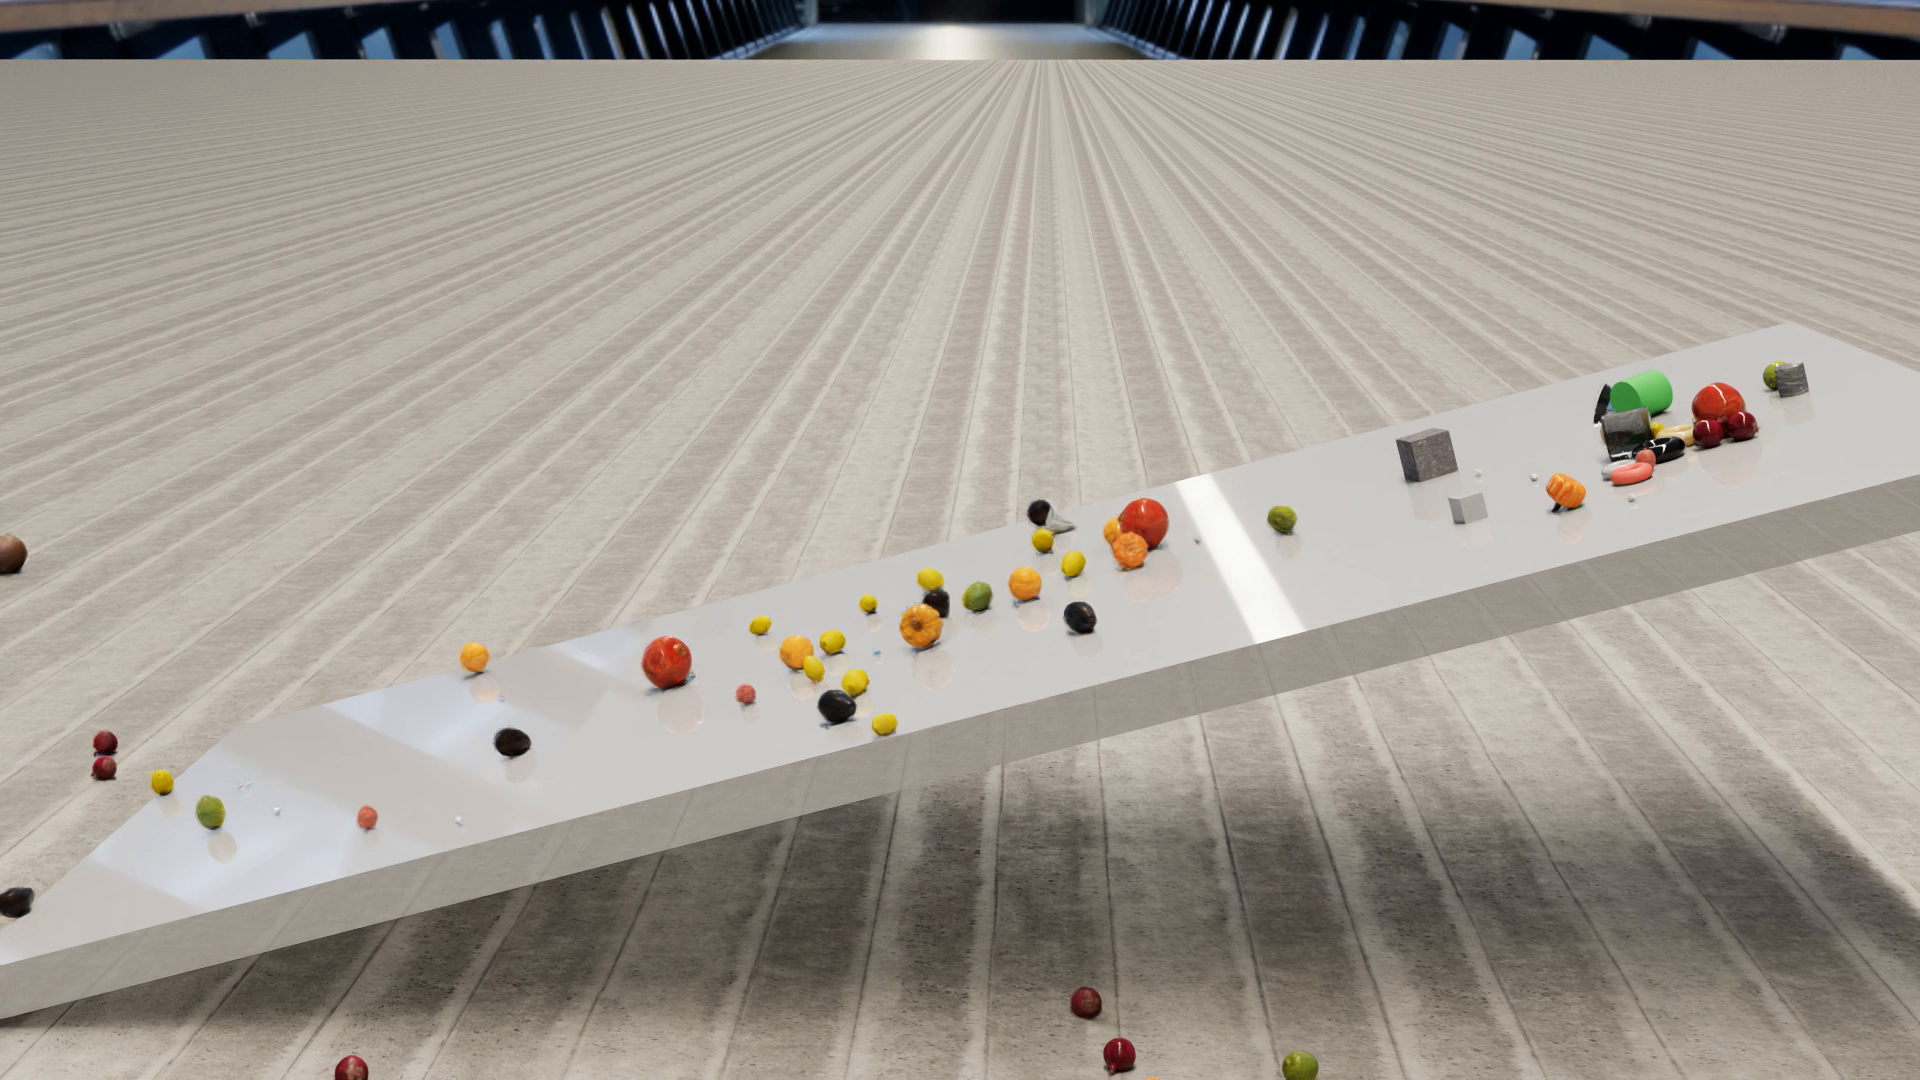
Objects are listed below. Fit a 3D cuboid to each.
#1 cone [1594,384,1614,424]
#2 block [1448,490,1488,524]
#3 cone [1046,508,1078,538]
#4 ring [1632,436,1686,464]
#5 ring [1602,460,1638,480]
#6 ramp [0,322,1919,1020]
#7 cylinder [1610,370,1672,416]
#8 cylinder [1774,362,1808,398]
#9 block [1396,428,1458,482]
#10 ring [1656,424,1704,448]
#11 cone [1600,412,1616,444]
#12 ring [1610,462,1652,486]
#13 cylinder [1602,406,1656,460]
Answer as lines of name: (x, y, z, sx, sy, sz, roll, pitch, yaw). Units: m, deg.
cone: (1.459, -0.287, 6.491, 0.095, 0.095, 0.095, 17, 15, 20)
block: (1.013, -0.066, 5.866, 0.052, 0.052, 0.052, -18, 9, -14)
cone: (0.248, -0.036, 6.993, 0.075, 0.075, 0.075, 10, 8, -10)
ring: (1.413, -0.181, 5.951, 0.109, 0.036, 0.109, -16, 10, 3)
ring: (1.322, -0.141, 5.892, 0.077, 0.026, 0.077, -16, 9, 3)
ramp: (0.079, 0.191, 6.330, 4.000, 0.100, 2.000, -15, 9, 4)
cylinder: (1.491, -0.314, 6.435, 0.095, 0.095, 0.095, -20, 19, -28)
cylinder: (1.767, -0.341, 6.250, 0.061, 0.061, 0.061, -15, 9, 2)
block: (1.024, -0.187, 6.447, 0.091, 0.091, 0.091, -17, 9, -10)
ring: (1.478, -0.212, 6.039, 0.101, 0.034, 0.101, -11, 11, 2)
cone: (1.415, -0.232, 6.262, 0.072, 0.072, 0.072, 10, 4, -27)
ring: (1.328, -0.131, 5.816, 0.083, 0.028, 0.083, -16, 10, 3)
cylinder: (1.378, -0.220, 6.059, 0.094, 0.094, 0.094, -13, 6, 17)
